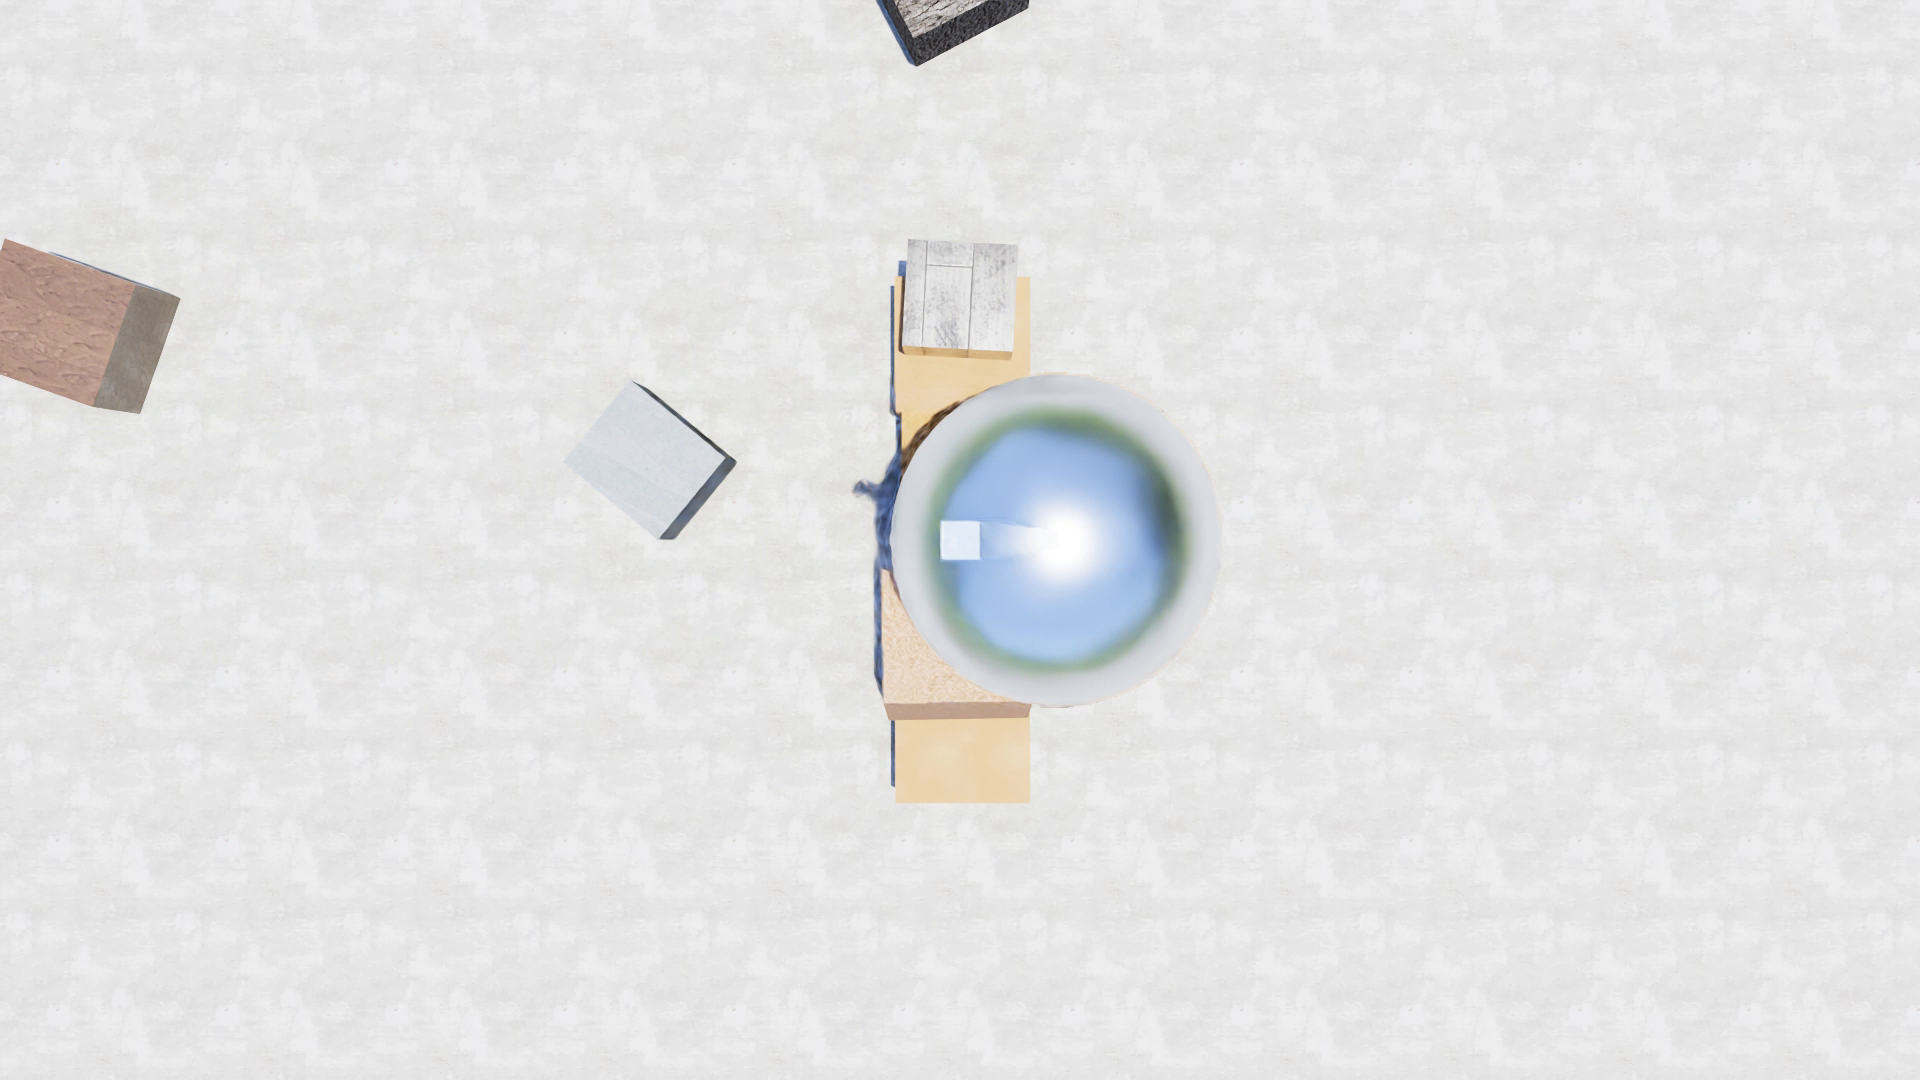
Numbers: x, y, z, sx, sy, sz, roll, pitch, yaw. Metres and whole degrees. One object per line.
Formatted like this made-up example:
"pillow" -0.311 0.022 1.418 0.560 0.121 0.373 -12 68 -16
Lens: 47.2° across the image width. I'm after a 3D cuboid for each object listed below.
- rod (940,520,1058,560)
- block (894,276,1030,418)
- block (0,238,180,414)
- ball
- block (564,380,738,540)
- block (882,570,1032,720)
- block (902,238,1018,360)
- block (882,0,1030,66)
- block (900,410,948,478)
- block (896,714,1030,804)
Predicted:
"rod" 0.200 0.000 7.195 0.080 5.200 0.080 0 90 4
"block" 0.014 -1.102 12.679 0.762 0.642 0.757 0 90 0
"block" -5.092 -1.214 12.642 0.775 0.716 0.728 19 90 0
"ball" 0.461 0.000 10.585 1.600 1.600 1.600 0 90 0
"block" -1.764 -0.447 12.640 0.686 0.720 0.594 39 90 0
"block" -0.016 0.575 11.901 0.777 0.879 0.703 -1 80 0
"block" 0.003 -1.310 12.060 0.593 0.596 0.571 3 90 0
"block" -0.104 -3.308 12.632 0.747 0.736 0.767 -28 90 0
"block" 0.036 -0.310 12.608 0.733 0.784 0.795 2 90 0
"block" 0.015 1.102 12.660 0.755 0.680 0.748 0 90 0
